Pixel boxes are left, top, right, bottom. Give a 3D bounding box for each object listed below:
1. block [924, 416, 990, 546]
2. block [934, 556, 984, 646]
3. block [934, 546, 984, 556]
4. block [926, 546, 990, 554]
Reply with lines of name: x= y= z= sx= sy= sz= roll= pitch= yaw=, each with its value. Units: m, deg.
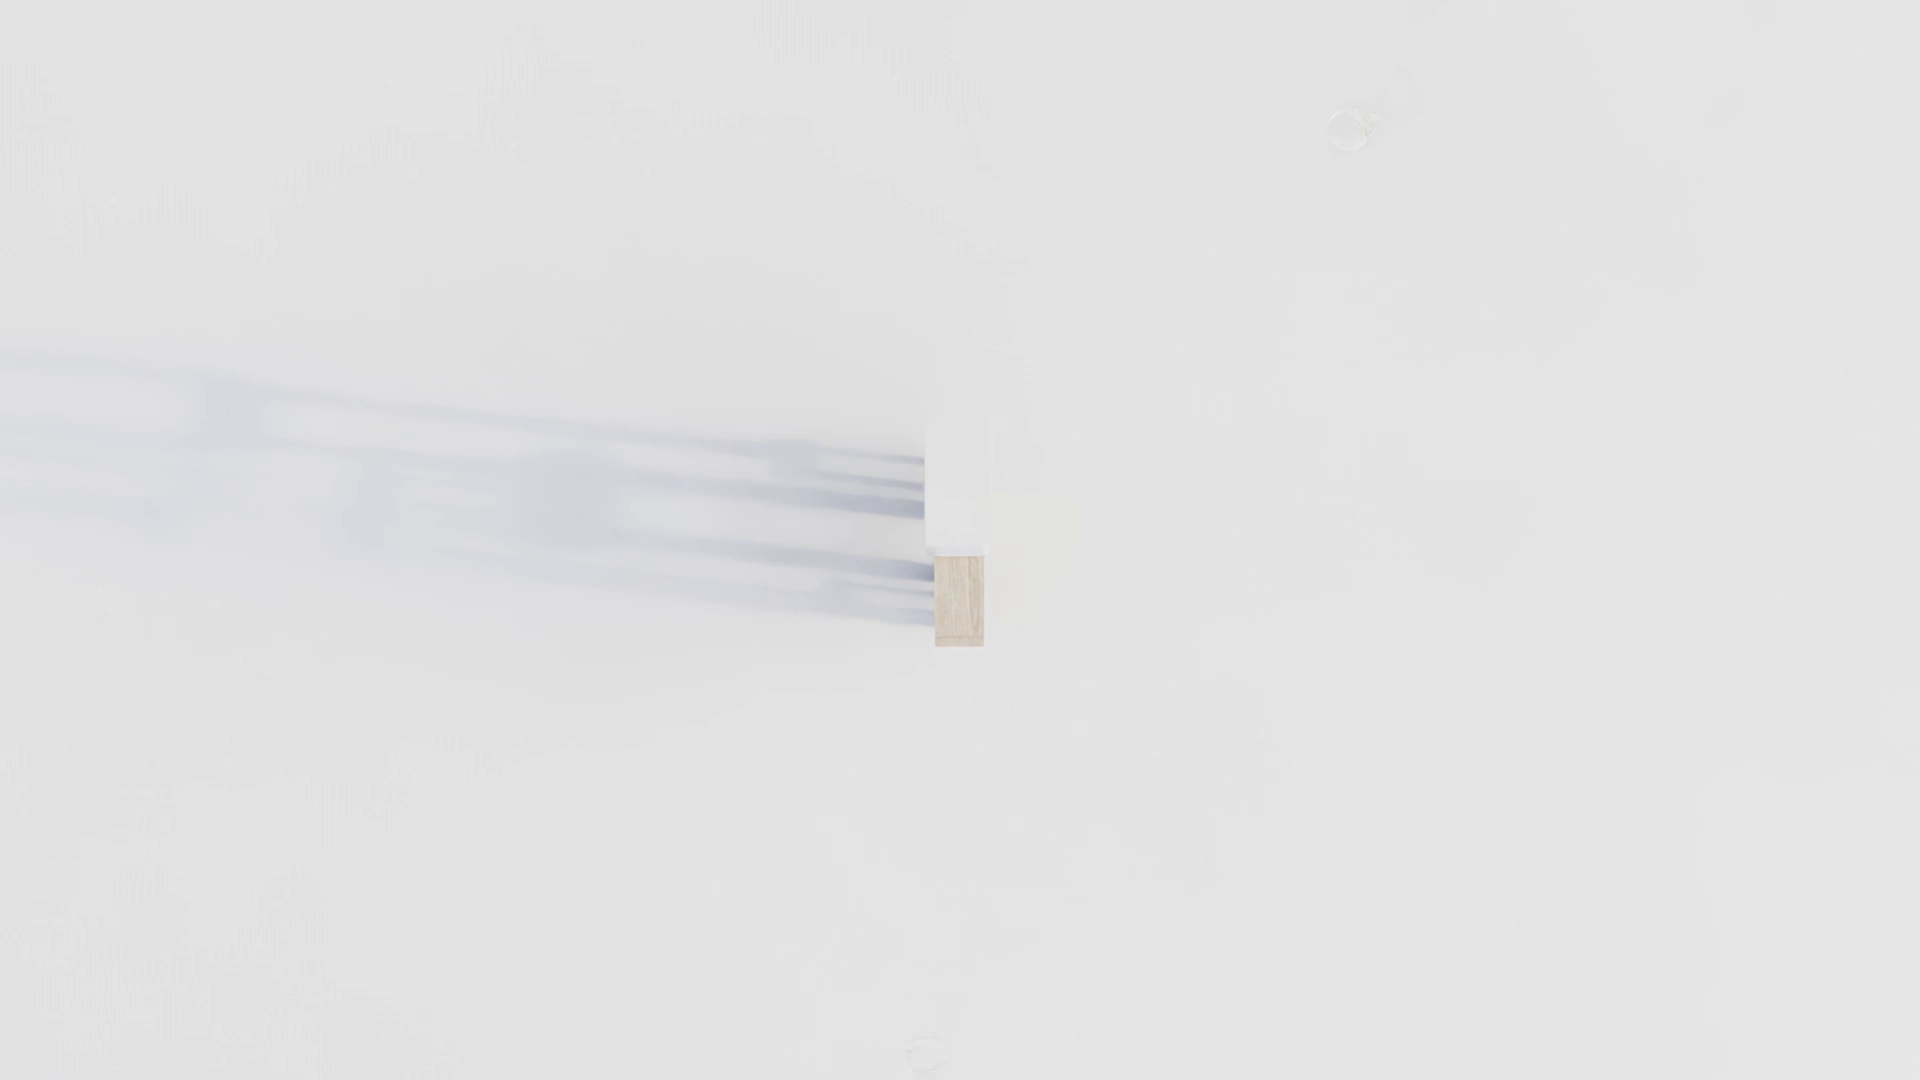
block: x=-0.005 y=-0.139 z=3.864 sx=0.152 sy=0.043 sz=0.304 roll=0 pitch=90 yaw=0
block: x=-0.002 y=0.150 z=4.345 sx=0.130 sy=0.037 sz=0.259 roll=0 pitch=90 yaw=0
block: x=-0.004 y=-0.085 z=4.208 sx=0.126 sy=0.036 sz=0.251 roll=0 pitch=90 yaw=0
block: x=-0.007 y=-0.135 z=4.501 sx=0.172 sy=0.049 sz=0.345 roll=0 pitch=90 yaw=0
